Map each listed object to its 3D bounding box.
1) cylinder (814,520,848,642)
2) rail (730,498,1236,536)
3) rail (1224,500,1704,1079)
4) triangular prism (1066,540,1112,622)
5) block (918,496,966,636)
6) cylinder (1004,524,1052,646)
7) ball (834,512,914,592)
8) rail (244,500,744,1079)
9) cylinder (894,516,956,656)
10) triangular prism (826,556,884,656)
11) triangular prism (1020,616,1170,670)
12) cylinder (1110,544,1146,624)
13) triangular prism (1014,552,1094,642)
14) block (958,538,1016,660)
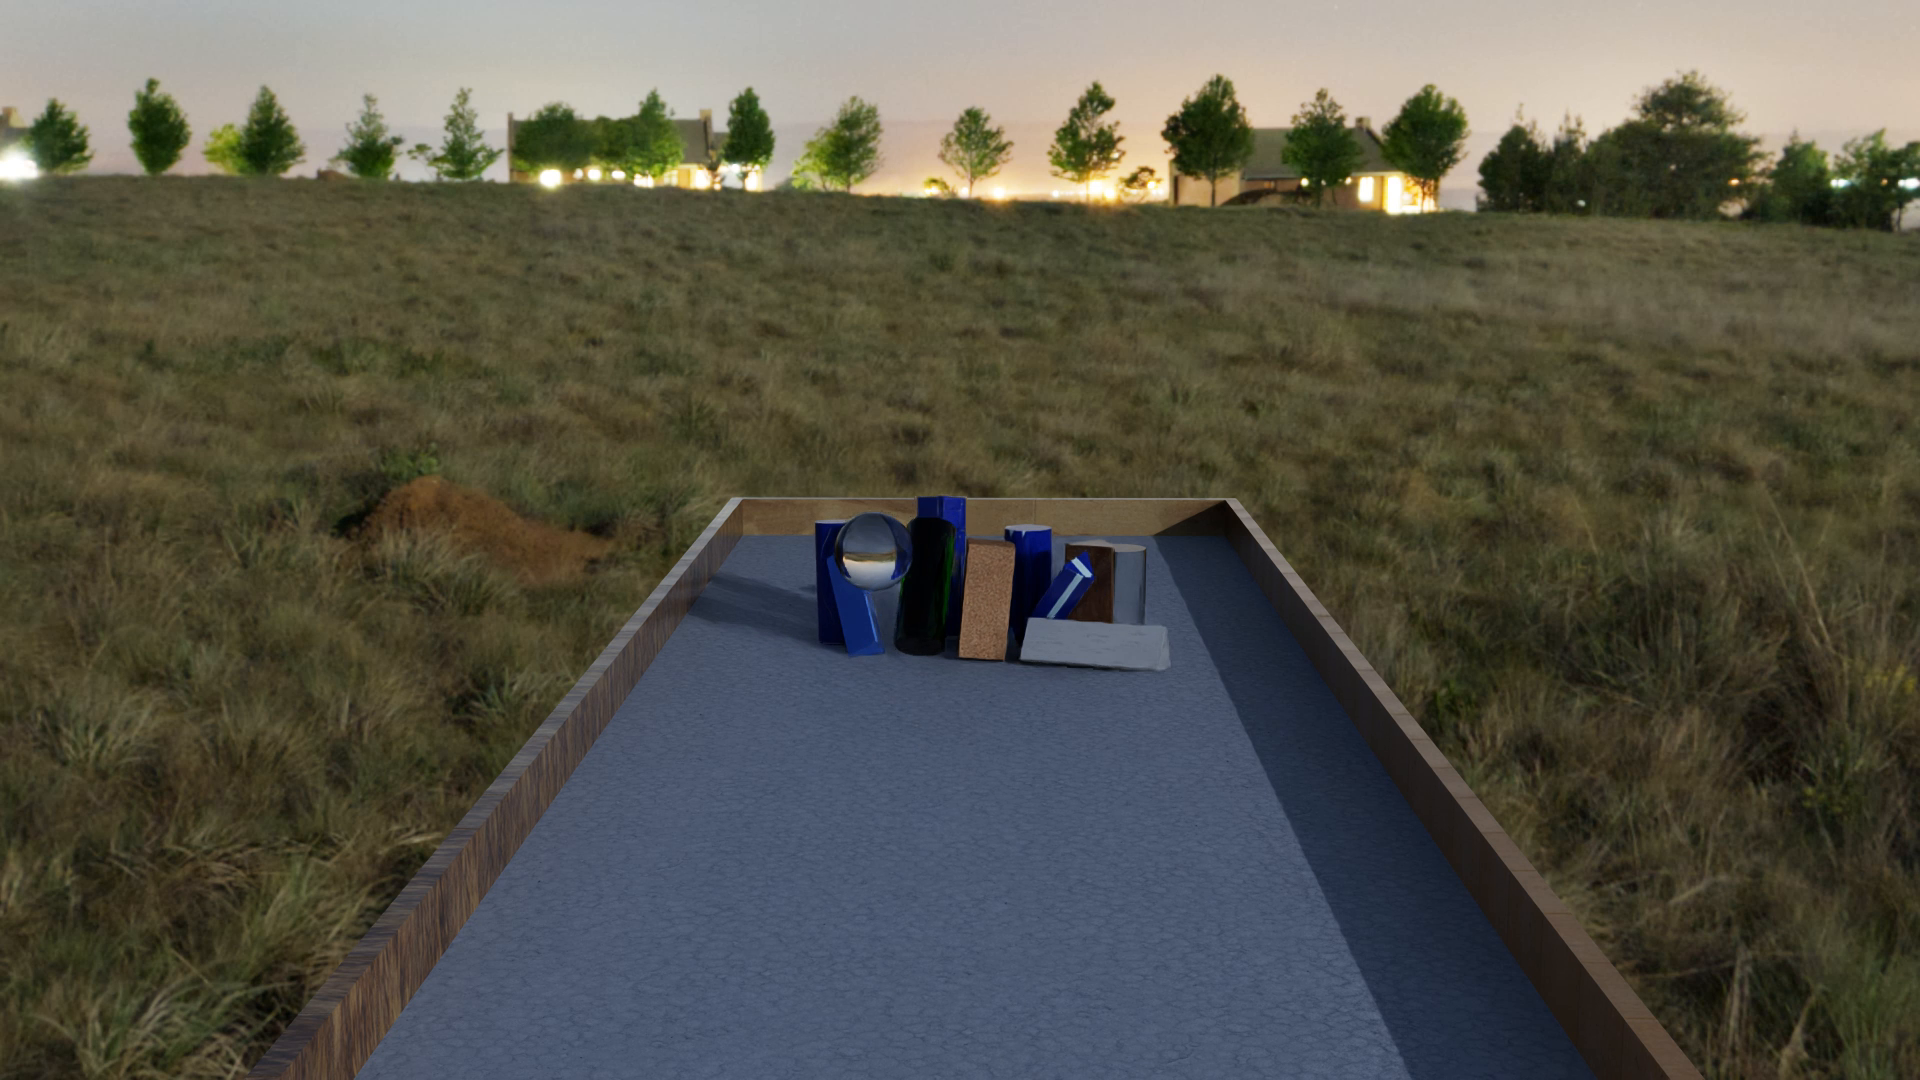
[{"bbox_3d":[-0.392,0.130,6.962,0.124,0.377,0.124,-1,6,0],"label":"cylinder"},{"bbox_3d":[0.099,-0.098,9.147,2.100,0.150,0.050,0,9,1],"label":"rail"},{"bbox_3d":[1.046,0.843,3.208,0.050,0.150,12.000,0,9,1],"label":"rail"},{"bbox_3d":[0.410,0.182,6.722,0.149,0.355,0.129,4,10,20],"label":"triangular prism"},{"bbox_3d":[-0.062,0.085,6.999,0.108,0.438,0.108,-2,-5,40],"label":"block"},{"bbox_3d":[0.215,0.143,6.933,0.149,0.366,0.149,0,8,0],"label":"cylinder"},{"bbox_3d":[-0.262,0.035,6.683,0.242,0.242,0.242,0,9,0],"label":"ball"},{"bbox_3d":[-1.004,0.839,3.234,0.050,0.150,12.000,0,9,1],"label":"rail"},{"bbox_3d":[-0.106,0.143,6.777,0.154,0.404,0.154,4,-27,2],"label":"cylinder"},{"bbox_3d":[-0.304,0.193,6.816,0.117,0.334,0.101,-30,-27,31],"label":"triangular prism"},{"bbox_3d":[0.407,0.307,6.597,0.427,0.125,0.144,3,3,20],"label":"triangular prism"},{"bbox_3d":[0.504,0.176,6.919,0.160,0.306,0.160,0,9,0],"label":"cylinder"},{"bbox_3d":[0.293,0.179,6.670,0.098,0.085,0.451,24,-36,-6],"label":"triangular prism"},{"bbox_3d":[0.080,0.180,6.718,0.142,0.346,0.142,5,7,-2],"label":"block"}]
